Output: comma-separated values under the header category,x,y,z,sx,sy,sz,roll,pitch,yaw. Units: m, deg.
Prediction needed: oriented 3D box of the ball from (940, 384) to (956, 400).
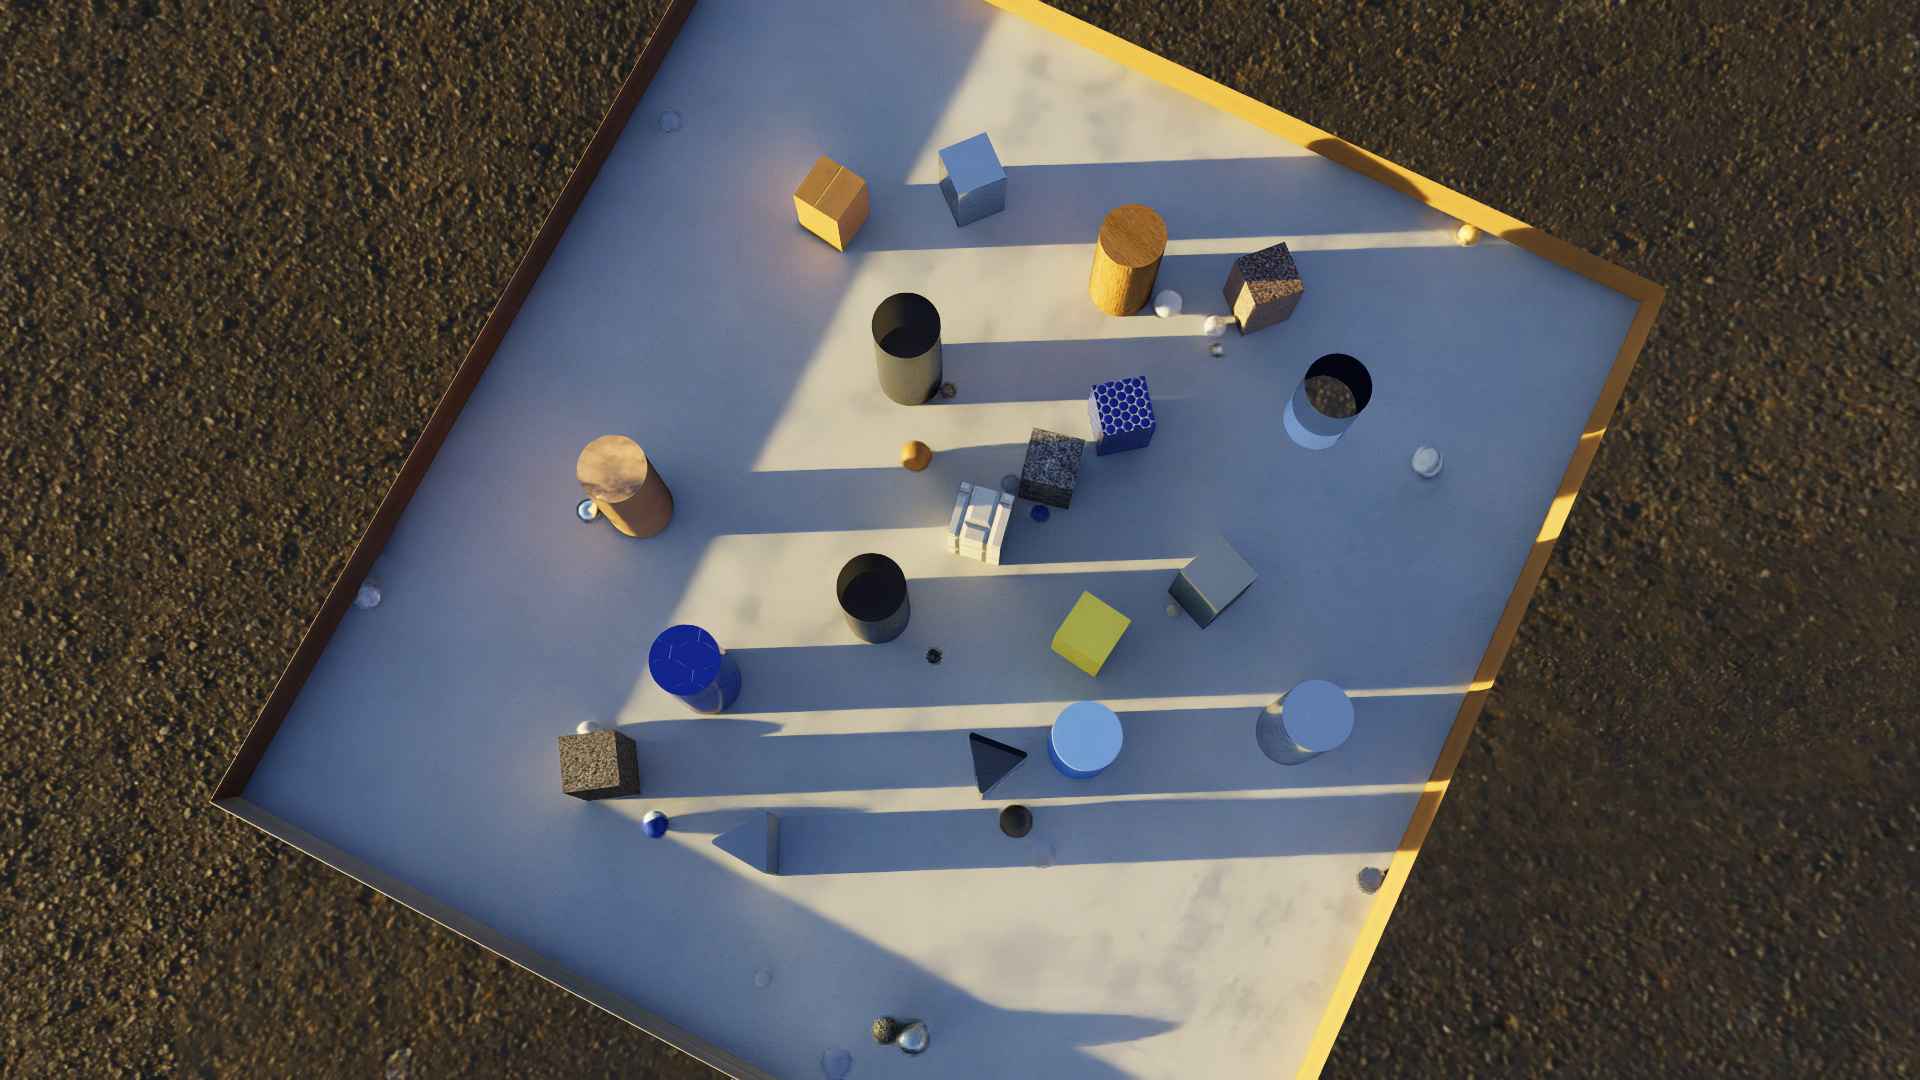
category,x,y,z,sx,sy,sz,roll,pitch,yaw
ball,-0.037,-0.461,5.687,0.049,0.049,0.049,0,78,0

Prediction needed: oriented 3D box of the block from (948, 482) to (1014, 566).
category,x,y,z,sx,sy,sz,roll,pitch,yaw
block,0.062,-0.046,5.484,0.159,0.278,0.159,16,79,3

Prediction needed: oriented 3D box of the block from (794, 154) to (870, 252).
category,x,y,z,sx,sy,sz,roll,pitch,yaw
block,-0.396,-1.045,5.700,0.159,0.259,0.159,33,80,6

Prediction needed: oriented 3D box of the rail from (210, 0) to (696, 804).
category,x,y,z,sx,sy,sz,roll,pitch,yaw
rail,-1.412,-0.684,5.691,0.045,0.129,3.356,26,80,5

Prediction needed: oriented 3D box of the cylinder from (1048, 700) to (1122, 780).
category,x,y,z,sx,sy,sz,roll,pitch,yaw
cylinder,0.361,0.585,5.335,0.199,0.314,0.199,0,78,0

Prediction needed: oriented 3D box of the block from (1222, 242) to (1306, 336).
category,x,y,z,sx,sy,sz,roll,pitch,yaw
block,0.930,-0.768,5.628,0.159,0.289,0.159,-20,79,-4

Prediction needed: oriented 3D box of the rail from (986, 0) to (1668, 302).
category,x,y,z,sx,sy,sz,roll,pitch,yaw
rail,0.740,-1.442,5.848,3.204,0.129,0.045,26,80,5

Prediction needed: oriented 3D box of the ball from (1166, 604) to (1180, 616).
category,x,y,z,sx,sy,sz,roll,pitch,yaw
ball,0.646,0.212,5.552,0.041,0.041,0.041,0,78,0

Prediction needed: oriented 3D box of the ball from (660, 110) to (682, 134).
category,x,y,z,sx,sy,sz,roll,pitch,yaw
ball,-0.925,-1.337,5.856,0.074,0.074,0.074,0,78,0

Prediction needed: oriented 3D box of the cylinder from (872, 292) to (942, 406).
category,x,y,z,sx,sy,sz,roll,pitch,yaw
cylinder,-0.154,-0.564,5.481,0.199,0.494,0.199,0,78,0

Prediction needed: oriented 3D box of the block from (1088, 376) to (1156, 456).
category,x,y,z,sx,sy,sz,roll,pitch,yaw
block,0.488,-0.375,5.568,0.159,0.247,0.159,-11,79,-2

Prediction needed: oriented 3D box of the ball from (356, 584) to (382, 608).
category,x,y,z,sx,sy,sz,roll,pitch,yaw
ball,-1.789,0.168,5.545,0.072,0.072,0.072,0,78,0

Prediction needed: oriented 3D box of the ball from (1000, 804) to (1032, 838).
category,x,y,z,sx,sy,sz,roll,pitch,yaw
ball,0.165,0.827,5.395,0.099,0.099,0.099,0,78,0

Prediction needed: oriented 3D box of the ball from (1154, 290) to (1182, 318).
category,x,y,z,sx,sy,sz,roll,pitch,yaw
ball,0.649,-0.738,5.725,0.087,0.087,0.087,0,78,0

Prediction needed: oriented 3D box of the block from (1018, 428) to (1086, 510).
category,x,y,z,sx,sy,sz,roll,pitch,yaw
block,0.274,-0.214,5.531,0.159,0.255,0.159,14,79,3

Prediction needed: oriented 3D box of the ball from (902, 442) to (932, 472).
category,x,y,z,sx,sy,sz,roll,pitch,yaw
ball,-0.133,-0.256,5.621,0.095,0.095,0.095,0,78,0

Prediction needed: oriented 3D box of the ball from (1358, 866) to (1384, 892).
category,x,y,z,sx,sy,sz,roll,pitch,yaw
ball,1.204,0.995,5.372,0.075,0.075,0.075,0,78,0

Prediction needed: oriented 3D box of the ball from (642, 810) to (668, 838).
category,x,y,z,sx,sy,sz,roll,pitch,yaw
ball,-0.899,0.838,5.403,0.079,0.079,0.079,0,78,0

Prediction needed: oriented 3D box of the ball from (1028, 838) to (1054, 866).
category,x,y,z,sx,sy,sz,roll,pitch,yaw
ball,0.238,0.918,5.385,0.081,0.081,0.081,0,78,0

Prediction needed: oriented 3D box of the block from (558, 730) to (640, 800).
category,x,y,z,sx,sy,sz,roll,pitch,yaw
block,-1.040,0.655,5.305,0.159,0.346,0.159,-7,78,-2

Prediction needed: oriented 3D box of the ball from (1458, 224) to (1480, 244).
category,x,y,z,sx,sy,sz,roll,pitch,yaw
ball,1.608,-0.964,5.783,0.064,0.064,0.064,0,78,0

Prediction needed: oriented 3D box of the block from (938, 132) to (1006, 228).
category,x,y,z,sx,sy,sz,roll,pitch,yaw
block,0.037,-1.119,5.712,0.159,0.267,0.159,-22,79,-5

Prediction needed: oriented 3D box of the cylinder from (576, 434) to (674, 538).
category,x,y,z,sx,sy,sz,roll,pitch,yaw
cylinder,-0.980,-0.151,5.398,0.199,0.489,0.199,0,78,0

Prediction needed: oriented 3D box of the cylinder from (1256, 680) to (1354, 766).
category,x,y,z,sx,sy,sz,roll,pitch,yaw
cylinder,0.986,0.530,5.271,0.199,0.463,0.199,0,78,0

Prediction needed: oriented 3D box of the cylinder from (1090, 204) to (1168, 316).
category,x,y,z,sx,sy,sz,roll,pitch,yaw
cylinder,0.506,-0.844,5.565,0.199,0.443,0.199,0,78,0

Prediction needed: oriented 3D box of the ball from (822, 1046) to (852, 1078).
category,x,y,z,sx,sy,sz,roll,pitch,yaw
ball,-0.352,1.499,5.263,0.085,0.085,0.085,0,78,0

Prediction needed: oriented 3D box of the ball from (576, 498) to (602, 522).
category,x,y,z,sx,sy,sz,roll,pitch,yaw
ball,-1.134,-0.090,5.597,0.074,0.074,0.074,0,78,0

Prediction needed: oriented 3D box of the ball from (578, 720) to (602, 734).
category,x,y,z,sx,sy,sz,roll,pitch,yaw
ball,-1.103,0.575,5.461,0.071,0.071,0.071,0,78,0

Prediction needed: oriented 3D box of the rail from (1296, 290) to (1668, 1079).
category,x,y,z,sx,sy,sz,roll,pitch,yaw
rail,1.412,0.698,5.405,0.045,0.129,3.356,26,80,5

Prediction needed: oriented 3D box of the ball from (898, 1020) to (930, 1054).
category,x,y,z,sx,sy,sz,roll,pitch,yaw
ball,-0.132,1.432,5.271,0.096,0.096,0.096,0,78,0

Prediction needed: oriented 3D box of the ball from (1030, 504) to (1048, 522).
category,x,y,z,sx,sy,sz,roll,pitch,yaw
ball,0.242,-0.082,5.606,0.053,0.053,0.053,0,78,0

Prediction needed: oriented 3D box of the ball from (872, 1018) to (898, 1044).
category,x,y,z,sx,sy,sz,roll,pitch,yaw
ball,-0.214,1.414,5.286,0.074,0.074,0.074,0,78,0

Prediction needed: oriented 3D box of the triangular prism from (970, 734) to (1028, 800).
category,x,y,z,sx,sy,sz,roll,pitch,yaw
triangular prism,0.077,0.634,5.329,0.172,0.306,0.149,-39,81,-7

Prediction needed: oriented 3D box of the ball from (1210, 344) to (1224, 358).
category,x,y,z,sx,sy,sz,roll,pitch,yaw
ball,0.801,-0.590,5.715,0.047,0.047,0.047,0,78,0

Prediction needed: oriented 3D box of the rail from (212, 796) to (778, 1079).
category,x,y,z,sx,sy,sz,roll,pitch,yaw
rail,-0.740,1.456,5.248,3.204,0.129,0.045,26,80,5

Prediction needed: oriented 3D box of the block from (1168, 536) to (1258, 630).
category,x,y,z,sx,sy,sz,roll,pitch,yaw
block,0.745,0.130,5.421,0.159,0.331,0.159,-41,81,-8

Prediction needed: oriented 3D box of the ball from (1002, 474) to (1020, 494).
category,x,y,z,sx,sy,sz,roll,pitch,yaw
ball,0.157,-0.172,5.622,0.058,0.058,0.058,0,78,0

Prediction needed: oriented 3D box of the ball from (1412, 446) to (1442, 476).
category,x,y,z,sx,sy,sz,roll,pitch,yaw
ball,1.433,-0.240,5.619,0.092,0.092,0.092,0,78,0

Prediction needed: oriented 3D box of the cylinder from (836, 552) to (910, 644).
category,x,y,z,sx,sy,sz,roll,pitch,yaw
cylinder,-0.250,0.175,5.369,0.199,0.414,0.199,0,78,0

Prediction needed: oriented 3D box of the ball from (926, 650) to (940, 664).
category,x,y,z,sx,sy,sz,roll,pitch,yaw
ball,-0.080,0.352,5.522,0.043,0.043,0.043,0,78,0

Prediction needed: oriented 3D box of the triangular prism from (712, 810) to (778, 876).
category,x,y,z,sx,sy,sz,roll,pitch,yaw
triangular prism,-0.576,0.849,5.253,0.172,0.367,0.149,29,80,6

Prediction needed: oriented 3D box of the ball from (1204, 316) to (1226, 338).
category,x,y,z,sx,sy,sz,roll,pitch,yaw
ball,0.798,-0.667,5.721,0.067,0.067,0.067,0,78,0

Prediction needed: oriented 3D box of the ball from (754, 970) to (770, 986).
category,x,y,z,sx,sy,sz,roll,pitch,yaw
ball,-0.576,1.275,5.330,0.044,0.044,0.044,0,78,0

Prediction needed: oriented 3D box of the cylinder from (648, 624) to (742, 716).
category,x,y,z,sx,sy,sz,roll,pitch,yaw
cylinder,-0.759,0.380,5.287,0.199,0.492,0.199,0,78,0

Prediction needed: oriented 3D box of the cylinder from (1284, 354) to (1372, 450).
category,x,y,z,sx,sy,sz,roll,pitch,yaw
cylinder,1.104,-0.414,5.521,0.199,0.356,0.199,0,78,0

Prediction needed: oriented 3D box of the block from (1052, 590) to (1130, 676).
category,x,y,z,sx,sy,sz,roll,pitch,yaw
block,0.385,0.280,5.424,0.159,0.264,0.159,34,80,7
